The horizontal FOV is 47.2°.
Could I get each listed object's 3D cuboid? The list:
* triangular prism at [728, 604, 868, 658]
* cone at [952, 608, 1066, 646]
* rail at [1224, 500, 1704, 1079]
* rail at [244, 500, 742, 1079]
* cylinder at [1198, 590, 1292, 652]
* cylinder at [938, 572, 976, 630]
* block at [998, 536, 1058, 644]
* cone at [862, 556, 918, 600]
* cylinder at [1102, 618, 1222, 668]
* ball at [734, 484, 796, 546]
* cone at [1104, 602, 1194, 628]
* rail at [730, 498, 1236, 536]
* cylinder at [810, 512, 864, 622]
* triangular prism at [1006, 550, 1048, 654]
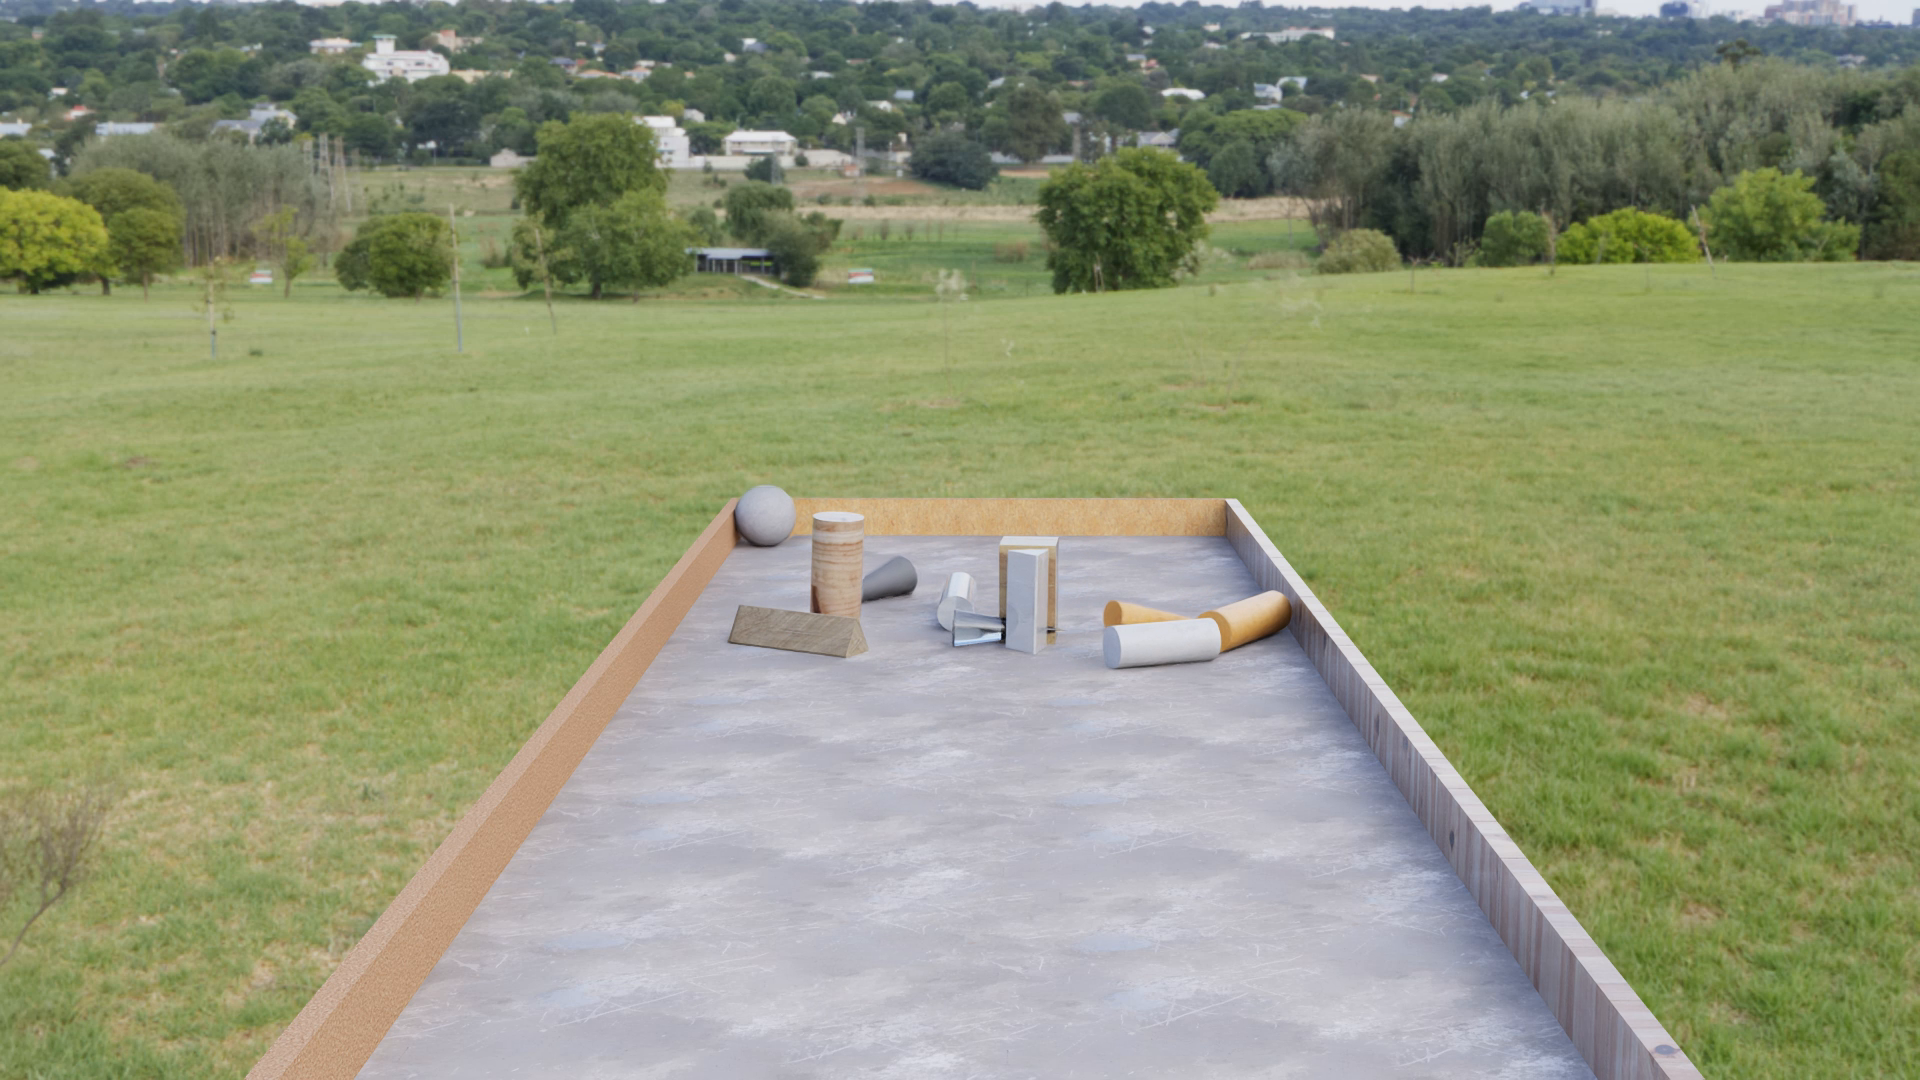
[{"bbox_3d":[-0.508,0.278,6.882,0.444,0.111,0.129,5,10,30],"label":"triangular prism"},{"bbox_3d":[0.162,0.280,6.908,0.366,0.119,0.119,2,9,-4],"label":"cone"},{"bbox_3d":[1.046,0.843,3.208,0.050,0.150,12.000,0,9,1],"label":"rail"},{"bbox_3d":[-1.004,0.839,3.234,0.050,0.150,12.000,0,9,1],"label":"rail"},{"bbox_3d":[0.897,0.258,6.957,0.134,0.134,0.428,6,11,33],"label":"cylinder"},{"bbox_3d":[-0.008,0.203,7.351,0.118,0.118,0.452,0,9,2],"label":"cylinder"},{"bbox_3d":[0.220,0.158,7.003,0.177,0.315,0.177,1,9,6],"label":"block"},{"bbox_3d":[-0.351,0.181,7.654,0.135,0.135,0.437,9,21,44],"label":"cone"},{"bbox_3d":[0.609,0.311,6.636,0.334,0.129,0.129,-4,10,-21],"label":"cylinder"},{"bbox_3d":[-0.781,-0.099,8.842,0.248,0.248,0.248,0,9,0],"label":"ball"},{"bbox_3d":[0.660,0.262,7.186,0.391,0.108,0.108,4,6,-30],"label":"cone"},{"bbox_3d":[0.099,-0.098,9.147,2.100,0.150,0.050,0,9,1],"label":"rail"},{"bbox_3d":[-0.390,0.120,6.957,0.163,0.395,0.163,3,12,-1],"label":"cylinder"},{"bbox_3d":[0.231,0.186,6.846,0.112,0.308,0.129,-7,12,-42],"label":"triangular prism"}]
